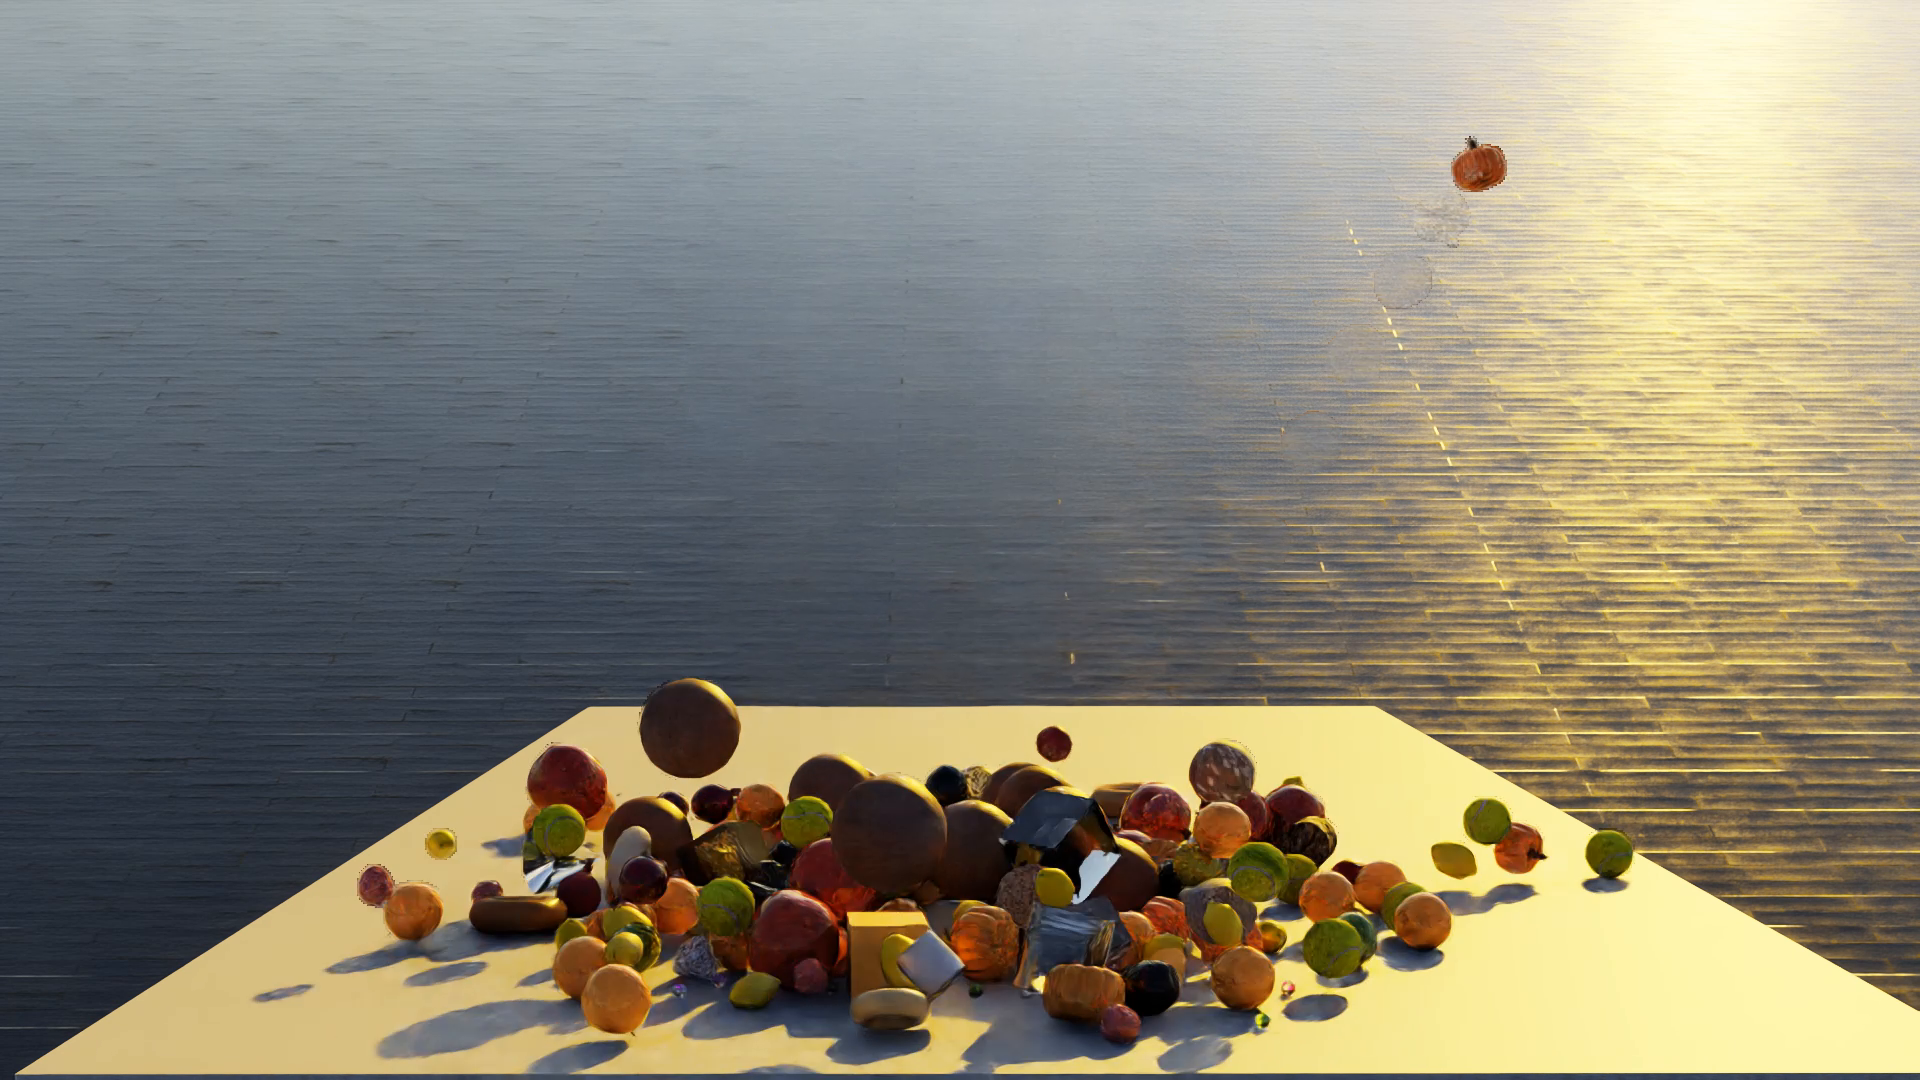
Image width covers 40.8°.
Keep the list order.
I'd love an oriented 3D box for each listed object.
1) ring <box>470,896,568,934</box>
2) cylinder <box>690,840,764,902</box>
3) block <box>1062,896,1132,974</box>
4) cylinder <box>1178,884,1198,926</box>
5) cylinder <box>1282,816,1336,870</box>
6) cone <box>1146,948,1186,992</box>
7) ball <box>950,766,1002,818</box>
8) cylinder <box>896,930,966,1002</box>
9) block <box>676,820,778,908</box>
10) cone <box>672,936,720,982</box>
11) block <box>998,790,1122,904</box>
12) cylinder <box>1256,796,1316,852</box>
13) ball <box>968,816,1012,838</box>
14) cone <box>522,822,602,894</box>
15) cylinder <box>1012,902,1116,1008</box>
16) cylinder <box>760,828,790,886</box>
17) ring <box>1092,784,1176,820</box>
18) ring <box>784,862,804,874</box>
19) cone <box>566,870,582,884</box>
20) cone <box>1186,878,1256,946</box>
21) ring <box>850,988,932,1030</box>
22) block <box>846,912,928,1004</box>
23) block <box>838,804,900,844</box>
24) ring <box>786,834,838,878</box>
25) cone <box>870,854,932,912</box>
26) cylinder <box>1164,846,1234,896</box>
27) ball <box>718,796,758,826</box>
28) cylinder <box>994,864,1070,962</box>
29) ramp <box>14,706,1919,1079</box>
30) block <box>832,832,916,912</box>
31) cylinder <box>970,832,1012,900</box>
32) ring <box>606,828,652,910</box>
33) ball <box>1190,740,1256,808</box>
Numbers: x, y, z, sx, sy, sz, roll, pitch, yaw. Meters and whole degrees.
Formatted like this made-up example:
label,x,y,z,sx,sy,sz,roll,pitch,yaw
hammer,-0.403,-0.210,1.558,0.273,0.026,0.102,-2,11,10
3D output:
label,x,y,z,sx,sy,sz,roll,pitch,yaw
ring,-0.573,0.487,3.352,0.128,0.043,0.128,0,-5,0
cylinder,-0.326,0.462,3.608,0.079,0.079,0.079,8,2,16
block,0.148,0.462,2.977,0.065,0.065,0.065,-13,54,-27
cylinder,0.309,0.456,3.226,0.052,0.052,0.052,-20,6,45
cylinder,0.512,0.444,3.776,0.070,0.070,0.070,8,4,17
cone,0.247,0.507,2.987,0.050,0.050,0.050,-7,30,-15
ball,0.027,0.435,4.458,0.090,0.090,0.090,0,26,0
cylinder,-0.031,0.463,2.807,0.055,0.055,0.055,45,41,13
block,-0.314,0.437,3.483,0.085,0.085,0.085,-29,-15,20
cone,-0.299,0.505,3.037,0.057,0.057,0.057,-21,41,-36
block,0.125,0.382,3.217,0.093,0.093,0.093,5,40,43
cylinder,0.512,0.446,4.050,0.088,0.088,0.088,0,25,11
ball,0.056,0.450,3.738,0.098,0.098,0.098,0,26,0
cone,-0.520,0.425,3.451,0.096,0.096,0.096,5,19,-34
cylinder,0.116,0.462,2.874,0.096,0.096,0.096,14,-7,2
cylinder,-0.299,0.459,3.760,0.079,0.079,0.079,-11,6,-22
ring,0.300,0.455,4.489,0.149,0.050,0.149,-1,3,0
ring,-0.263,0.477,3.866,0.113,0.038,0.113,1,4,0
cone,-0.564,0.487,3.750,0.053,0.053,0.053,-9,44,-18
cone,0.304,0.414,2.973,0.083,0.083,0.083,0,62,1
ring,-0.073,0.499,2.741,0.088,0.088,0.029,-1,65,-3
block,-0.084,0.477,2.950,0.087,0.087,0.087,0,2,-5
block,-0.123,0.414,3.549,0.066,0.066,0.066,-13,24,-13
ring,-0.215,0.466,3.805,0.094,0.031,0.094,20,20,-8
cone,-0.084,0.464,3.363,0.081,0.081,0.081,9,19,-3
cylinder,0.334,0.467,3.603,0.070,0.070,0.070,-17,10,-31
ball,-0.364,0.454,4.233,0.064,0.064,0.064,0,26,0
cylinder,0.087,0.453,3.118,0.089,0.089,0.089,1,55,-1
ramp,0.058,0.527,4.564,2.000,0.100,4.000,0,2,0
block,-0.114,0.445,3.433,0.083,0.083,0.083,-16,-16,1
cylinder,0.043,0.448,3.546,0.070,0.070,0.070,-8,17,2
ring,-0.452,0.448,3.512,0.039,0.117,0.117,13,27,6
ball,0.364,0.324,3.574,0.092,0.092,0.092,0,26,0
